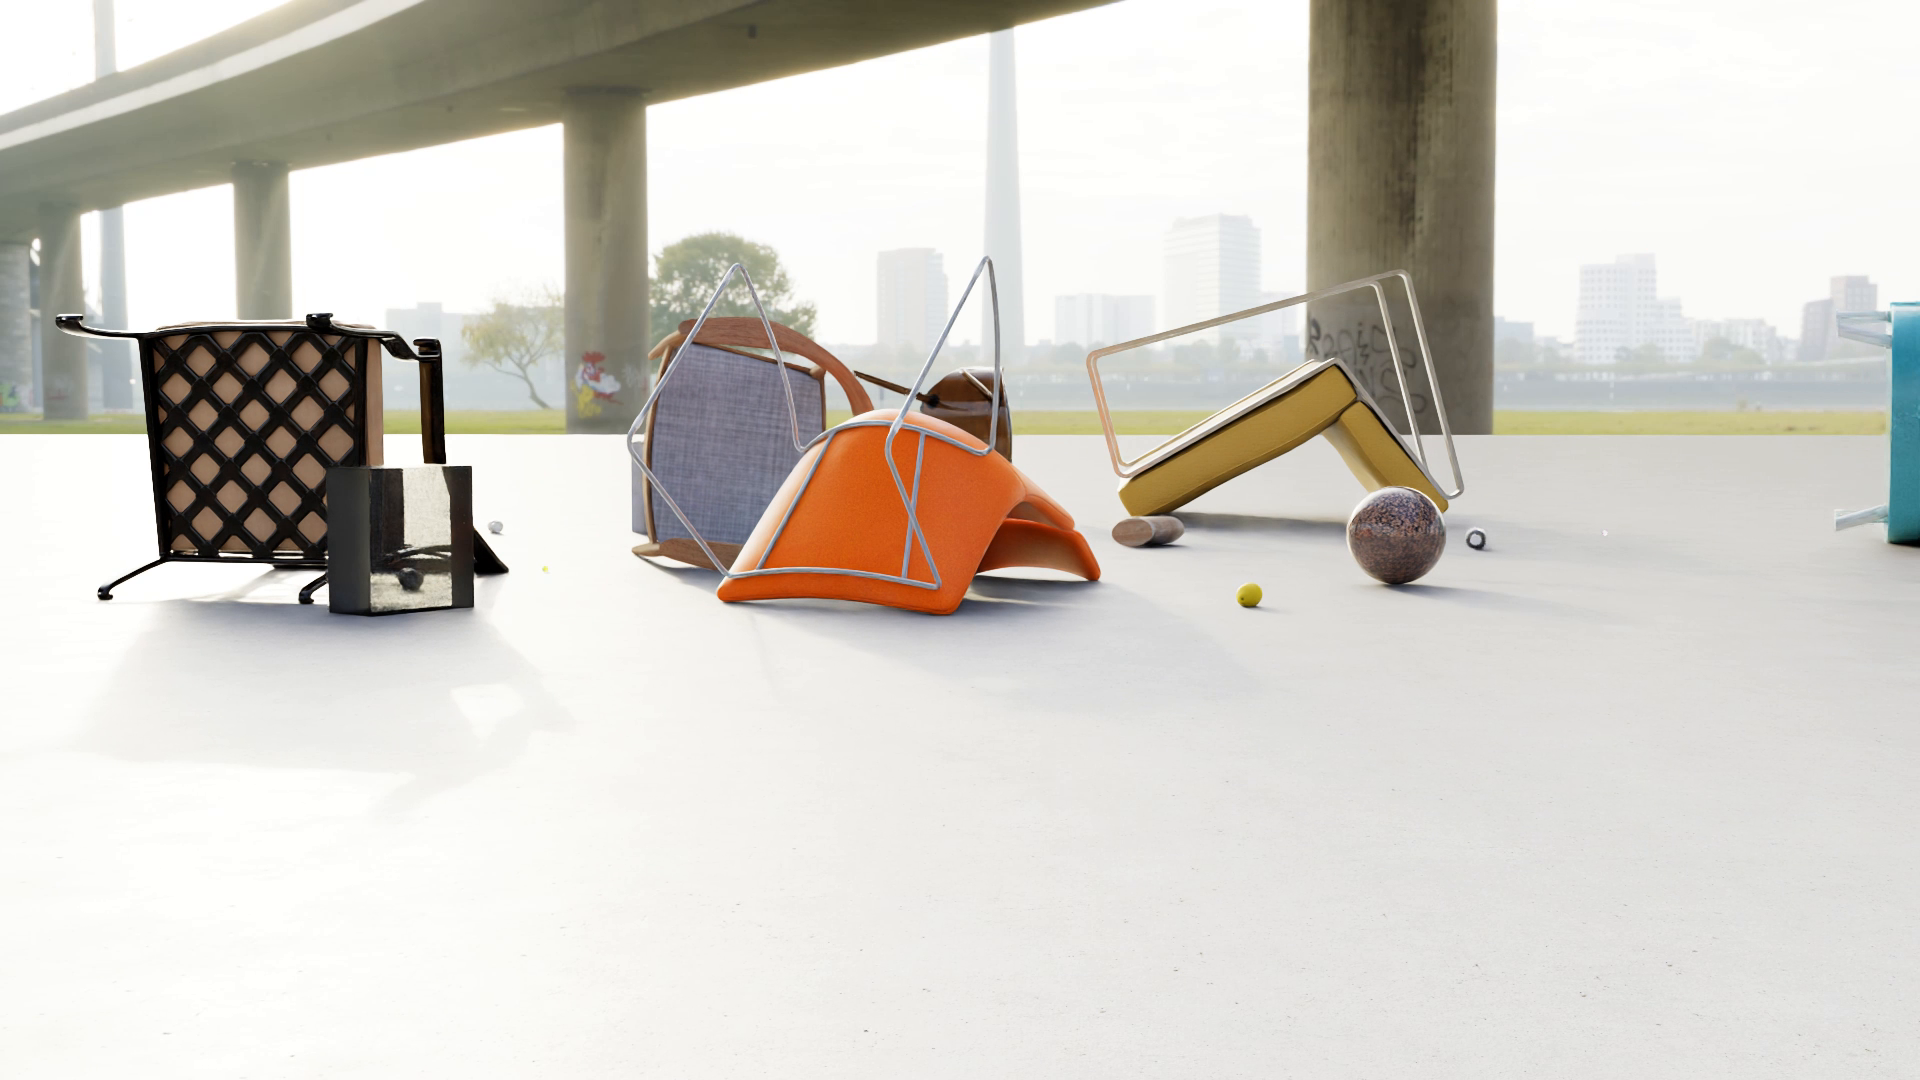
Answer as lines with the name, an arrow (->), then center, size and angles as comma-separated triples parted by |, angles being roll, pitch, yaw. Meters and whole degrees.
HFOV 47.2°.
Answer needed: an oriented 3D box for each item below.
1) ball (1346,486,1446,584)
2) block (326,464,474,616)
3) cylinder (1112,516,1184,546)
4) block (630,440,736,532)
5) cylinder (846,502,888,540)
ball -> 1.003, -0.011, 5.055 | 0.227, 0.227, 0.227 | 0, 4, 0
block -> -1.135, -0.004, 4.467 | 0.138, 0.292, 0.256 | 3, 5, 38
cylinder -> 0.541, -0.026, 6.319 | 0.142, 0.081, 0.163 | -5, 0, 40
block -> -0.883, -0.176, 7.067 | 0.322, 0.280, 0.310 | 0, 4, -5
cylinder -> -0.277, -0.059, 6.594 | 0.102, 0.099, 0.137 | -1, 36, -14
